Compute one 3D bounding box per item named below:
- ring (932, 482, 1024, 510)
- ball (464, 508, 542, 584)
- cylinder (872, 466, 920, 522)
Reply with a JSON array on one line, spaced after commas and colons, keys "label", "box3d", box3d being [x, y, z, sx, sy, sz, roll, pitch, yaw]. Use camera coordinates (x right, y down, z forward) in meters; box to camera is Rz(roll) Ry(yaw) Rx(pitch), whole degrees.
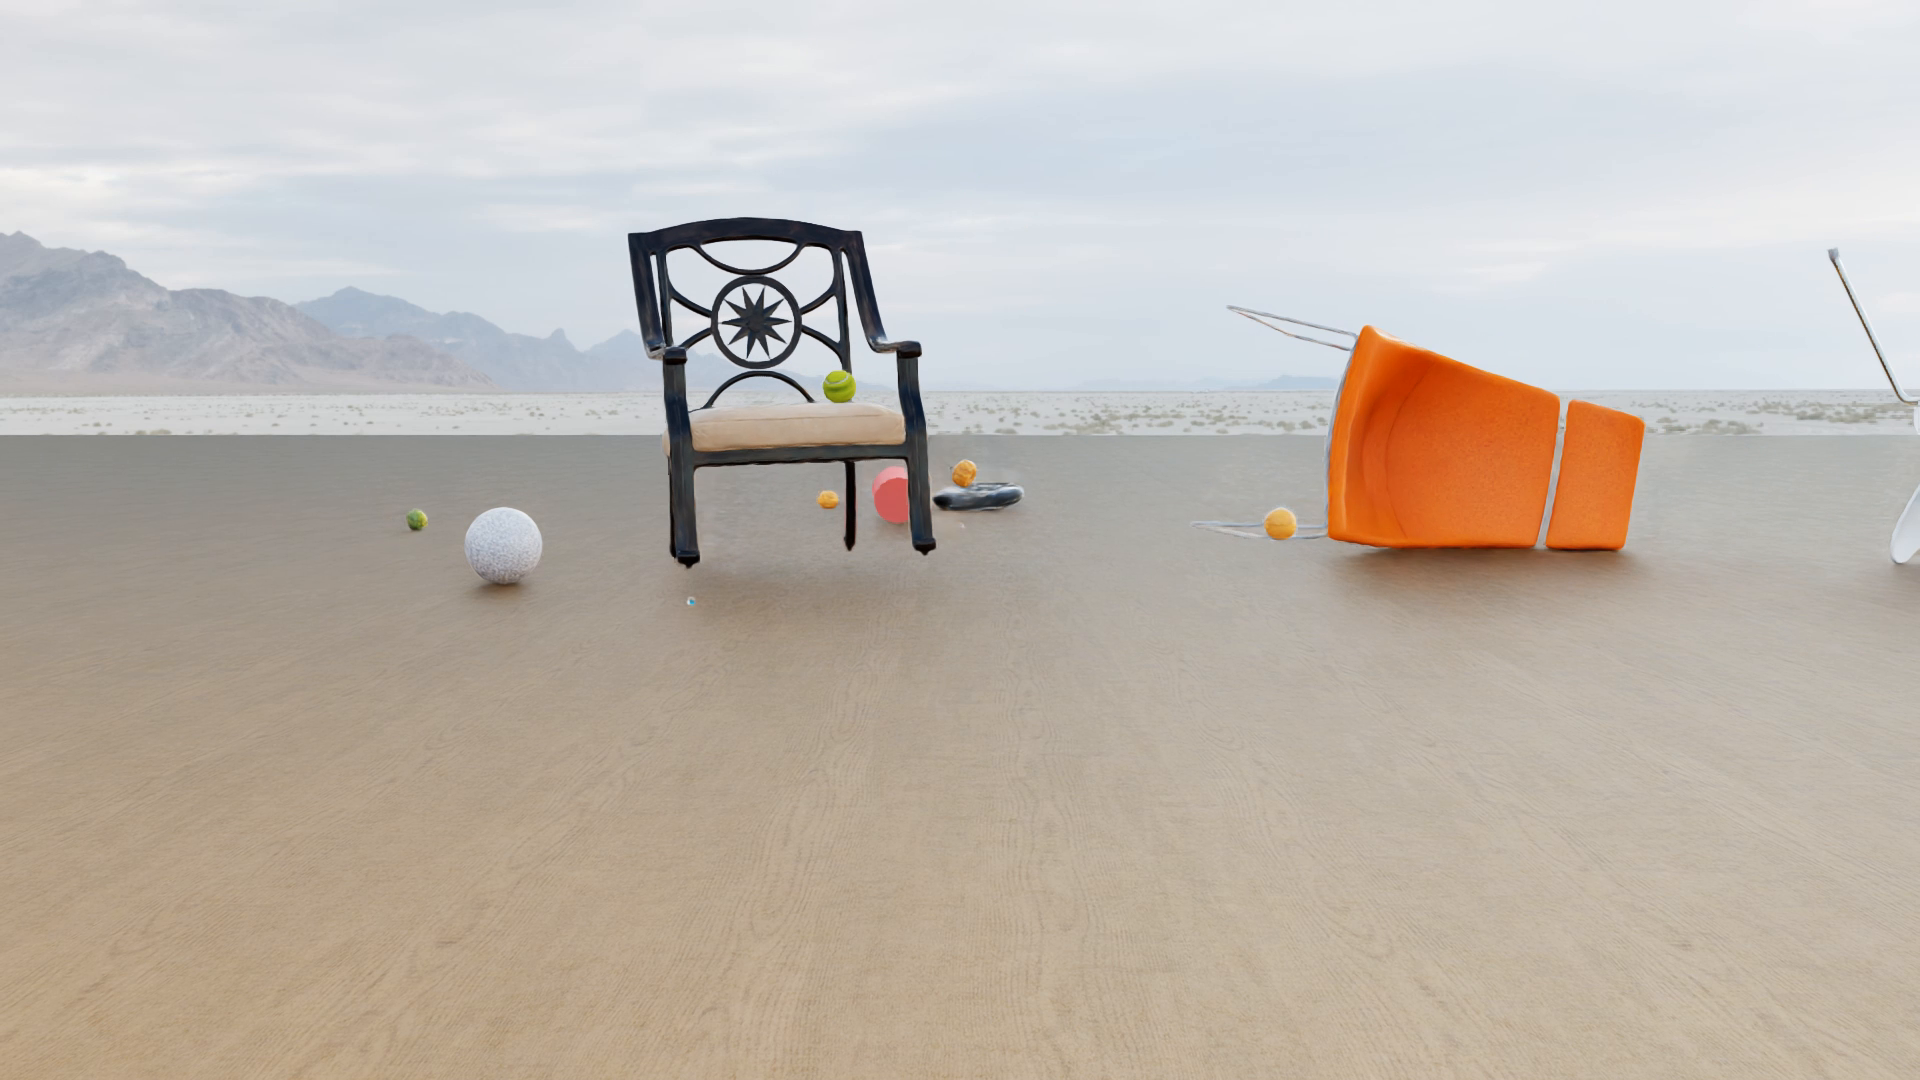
[{"label": "ring", "box3d": [0.070, -0.165, 8.275, 0.314, 0.066, 0.389, 6, 13, 39]}, {"label": "ball", "box3d": [-1.052, 0.013, 5.067, 0.177, 0.177, 0.177, 0, 4, 0]}, {"label": "cylinder", "box3d": [-0.216, -0.155, 7.462, 0.152, 0.158, 0.190, 41, 7, -12]}]
